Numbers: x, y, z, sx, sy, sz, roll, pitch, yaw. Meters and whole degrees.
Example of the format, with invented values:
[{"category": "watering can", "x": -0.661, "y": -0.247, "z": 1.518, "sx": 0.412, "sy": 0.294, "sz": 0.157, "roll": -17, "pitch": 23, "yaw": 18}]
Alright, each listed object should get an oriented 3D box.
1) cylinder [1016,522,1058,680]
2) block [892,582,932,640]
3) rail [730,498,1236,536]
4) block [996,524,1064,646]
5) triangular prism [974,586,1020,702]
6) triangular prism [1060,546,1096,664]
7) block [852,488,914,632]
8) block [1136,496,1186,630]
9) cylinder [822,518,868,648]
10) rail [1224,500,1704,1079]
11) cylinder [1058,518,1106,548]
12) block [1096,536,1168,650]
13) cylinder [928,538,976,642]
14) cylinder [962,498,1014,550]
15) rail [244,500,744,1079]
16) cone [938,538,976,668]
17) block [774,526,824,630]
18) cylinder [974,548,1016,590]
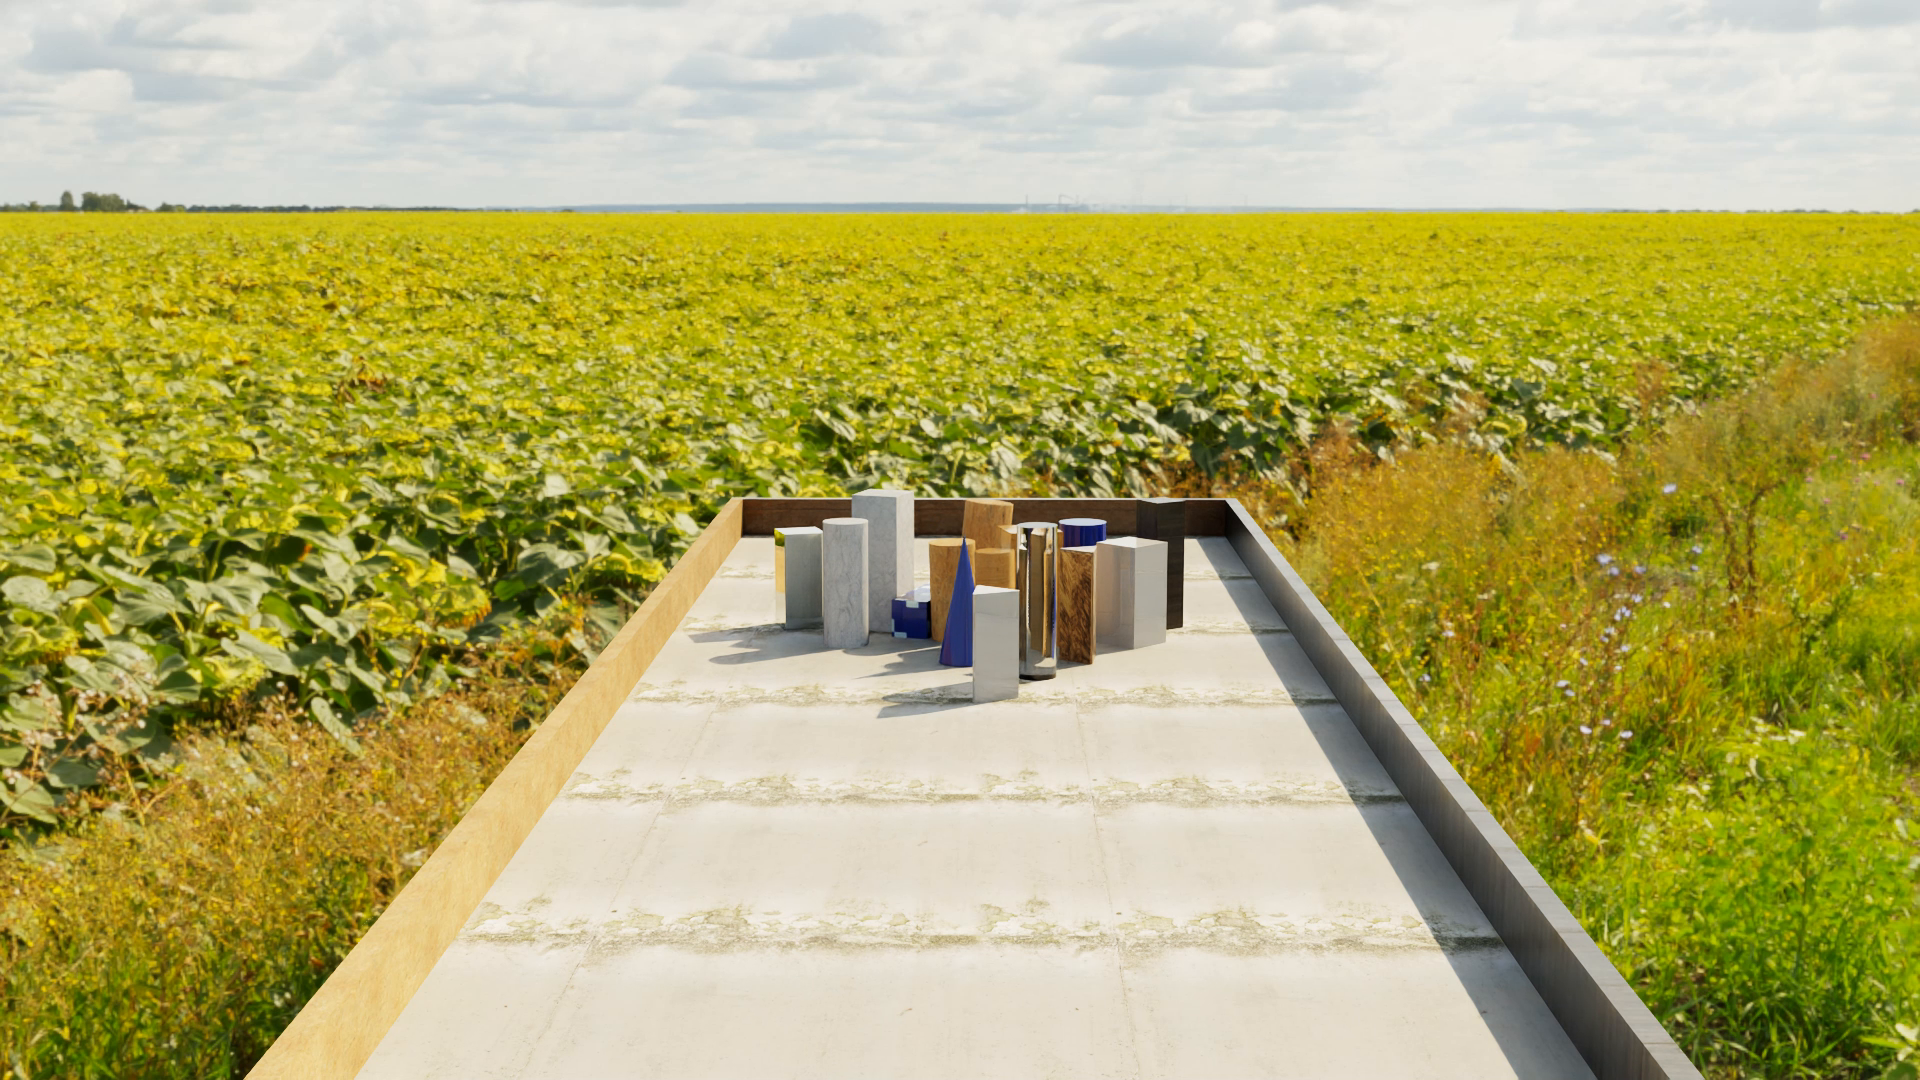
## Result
[{"category": "cylinder", "x": 0.225, "y": 0.179, "z": 6.442, "sx": 0.119, "sy": 0.450, "sz": 0.119, "roll": 0, "pitch": 9, "yaw": 0}, {"category": "block", "x": -0.097, "y": 0.226, "z": 7.198, "sx": 0.121, "sy": 0.121, "sz": 0.377, "roll": 3, "pitch": 10, "yaw": 20}, {"category": "rail", "x": 0.099, "y": -0.098, "z": 9.147, "sx": 2.100, "sy": 0.150, "sz": 0.050, "roll": 0, "pitch": 9, "yaw": 1}, {"category": "block", "x": 0.218, "y": 0.144, "z": 6.930, "sx": 0.168, "sy": 0.364, "sz": 0.168, "roll": -2, "pitch": 9, "yaw": -14}, {"category": "triangular prism", "x": 0.077, "y": 0.289, "z": 6.206, "sx": 0.141, "sy": 0.307, "sz": 0.122, "roll": -4, "pitch": 10, "yaw": -24}, {"category": "triangular prism", "x": 0.382, "y": 0.194, "z": 6.688, "sx": 0.121, "sy": 0.343, "sz": 0.105, "roll": 7, "pitch": 11, "yaw": 38}, {"category": "block", "x": -0.250, "y": 0.065, "z": 7.182, "sx": 0.155, "sy": 0.443, "sz": 0.155, "roll": 3, "pitch": 10, "yaw": 20}, {"category": "block", "x": 0.653, "y": 0.077, "z": 7.186, "sx": 0.112, "sy": 0.419, "sz": 0.112, "roll": -6, "pitch": 11, "yaw": -32}, {"category": "cylinder", "x": -0.359, "y": 0.134, "z": 6.919, "sx": 0.143, "sy": 0.390, "sz": 0.143, "roll": 0, "pitch": 9, "yaw": 0}, {"category": "rail", "x": 1.046, "y": 0.843, "z": 3.208, "sx": 0.050, "sy": 0.150, "sz": 12.000, "roll": 0, "pitch": 9, "yaw": 1}, {"category": "cylinder", "x": 0.401, "y": 0.111, "z": 7.214, "sx": 0.156, "sy": 0.343, "sz": 0.156, "roll": 0, "pitch": 9, "yaw": 0}, {"category": "block", "x": 0.540, "y": 0.166, "z": 6.938, "sx": 0.159, "sy": 0.321, "sz": 0.159, "roll": 9, "pitch": 12, "yaw": 44}, {"category": "cylinder", "x": -0.021, "y": 0.159, "z": 7.000, "sx": 0.148, "sy": 0.310, "sz": 0.148, "roll": -2, "pitch": 10, "yaw": 0}, {"category": "cylinder", "x": 0.075, "y": 0.076, "z": 7.185, "sx": 0.157, "sy": 0.406, "sz": 0.157, "roll": 6, "pitch": 7, "yaw": -1}, {"category": "rail", "x": -1.004, "y": 0.839, "z": 3.234, "sx": 0.050, "sy": 0.150, "sz": 12.000, "roll": 0, "pitch": 9, "yaw": 1}, {"category": "cone", "x": 0.013, "y": 0.175, "z": 6.645, "sx": 0.155, "sy": 0.394, "sz": 0.155, "roll": 0, "pitch": 9, "yaw": 0}, {"category": "block", "x": -0.523, "y": 0.125, "z": 7.208, "sx": 0.137, "sy": 0.316, "sz": 0.137, "roll": -3, "pitch": 9, "yaw": -18}, {"category": "cylinder", "x": 0.111, "y": 0.190, "z": 6.786, "sx": 0.125, "sy": 0.317, "sz": 0.125, "roll": -2, "pitch": 7, "yaw": 0}]
